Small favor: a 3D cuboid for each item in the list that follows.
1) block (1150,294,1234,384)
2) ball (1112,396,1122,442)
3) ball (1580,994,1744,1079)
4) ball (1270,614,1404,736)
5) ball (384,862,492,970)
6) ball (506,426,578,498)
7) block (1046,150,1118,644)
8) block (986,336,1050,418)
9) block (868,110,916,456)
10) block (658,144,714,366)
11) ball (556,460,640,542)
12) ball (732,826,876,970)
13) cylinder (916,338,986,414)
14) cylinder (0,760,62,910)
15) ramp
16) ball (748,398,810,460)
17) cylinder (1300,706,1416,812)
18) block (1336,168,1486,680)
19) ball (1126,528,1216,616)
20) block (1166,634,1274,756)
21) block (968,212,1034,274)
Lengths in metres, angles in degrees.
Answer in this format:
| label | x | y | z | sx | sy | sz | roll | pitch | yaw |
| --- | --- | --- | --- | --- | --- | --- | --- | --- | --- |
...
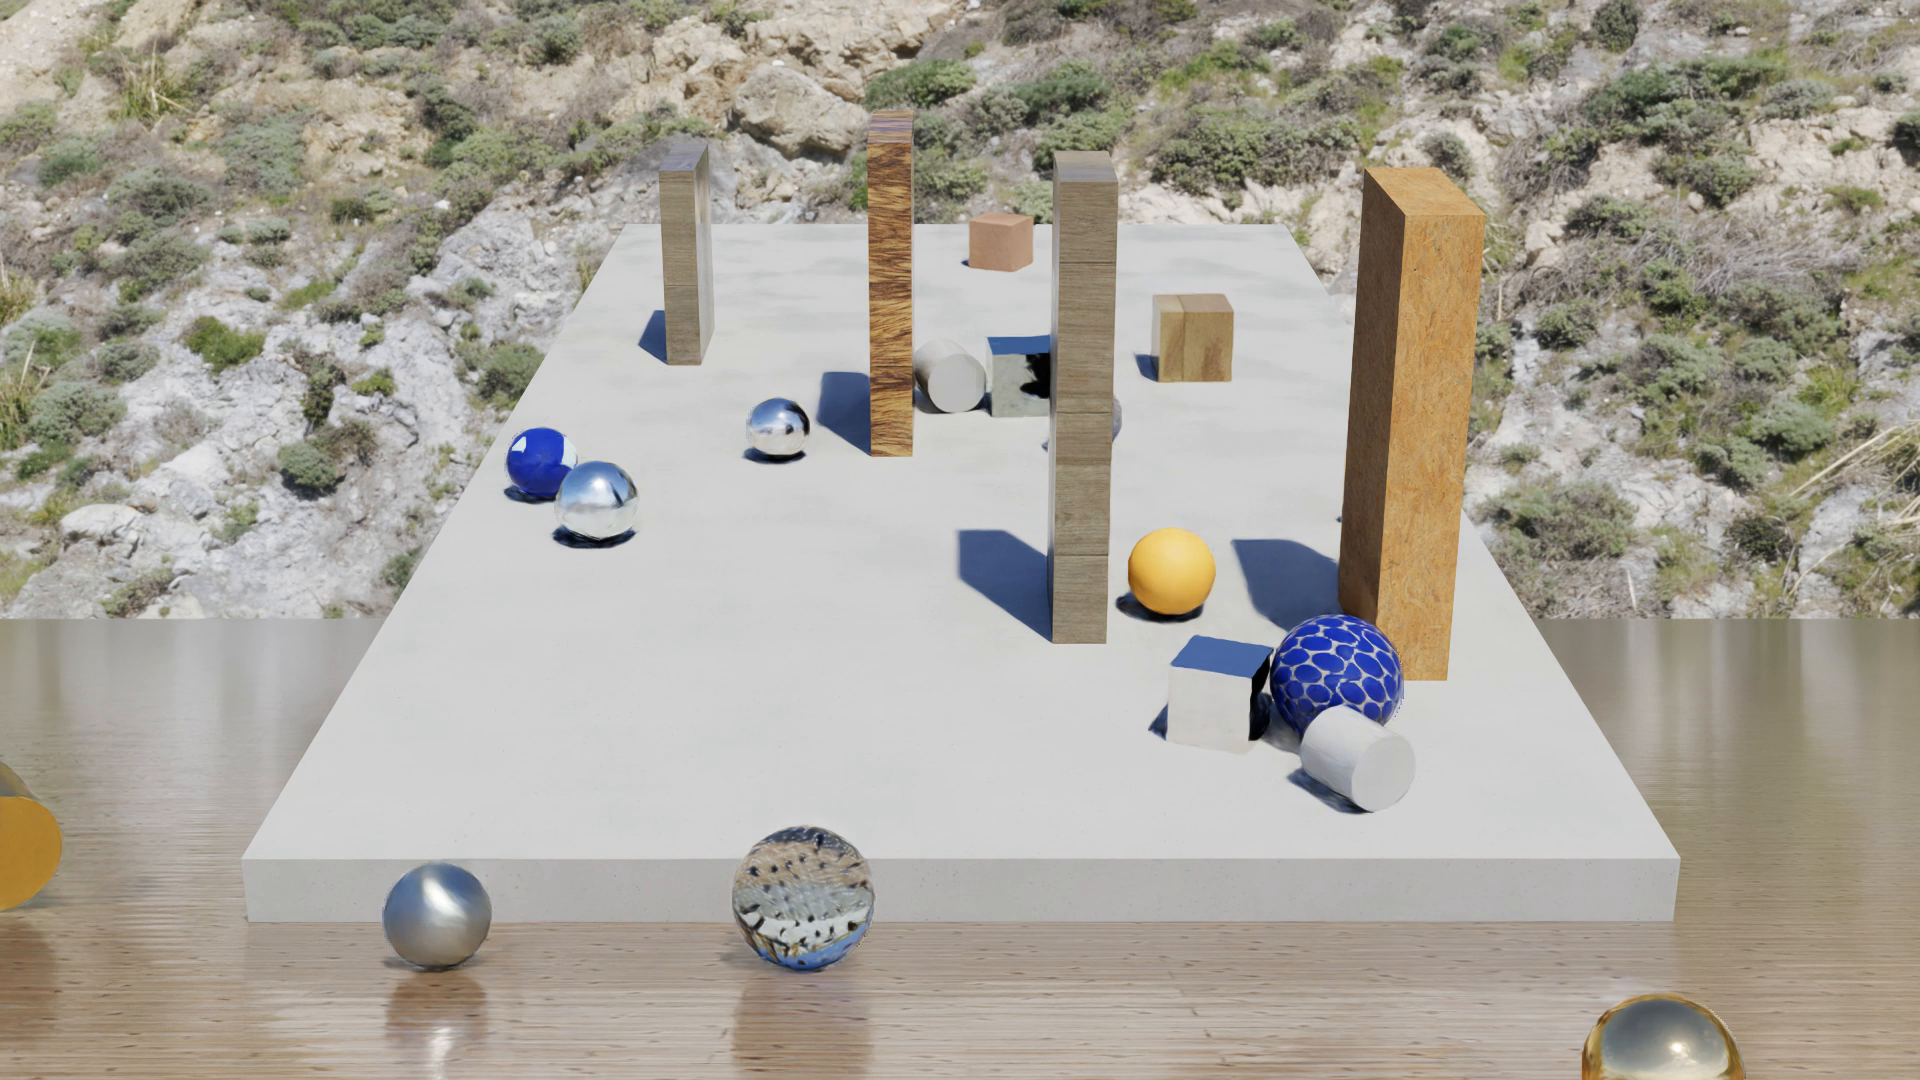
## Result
| label | x | y | z | sx | sy | sz | roll | pitch | yaw |
| --- | --- | --- | --- | --- | --- | --- | --- | --- | --- |
| block | 0.548 | -0.478 | 5.378 | 0.171 | 0.171 | 0.171 | -1 | 21 | -2 |
| ball | 0.269 | -0.260 | 4.822 | 0.151 | 0.151 | 0.151 | 0 | -2 | 0 |
| ball | 0.567 | 0.431 | 1.839 | 0.126 | 0.126 | 0.126 | 0 | -2 | 0 |
| ball | 0.576 | 0.214 | 3.486 | 0.202 | 0.202 | 0.202 | 0 | -2 | 0 |
| ball | -0.638 | 0.459 | 2.779 | 0.129 | 0.129 | 0.129 | 0 | -2 | 0 |
| ball | -0.836 | -0.155 | 4.552 | 0.142 | 0.142 | 0.142 | 0 | -2 | 0 |
| block | 0.204 | -0.240 | 3.853 | 0.092 | 0.793 | 0.258 | 0 | 21 | 0 |
| block | 0.139 | -0.368 | 5.116 | 0.147 | 0.147 | 0.147 | -2 | 21 | -5 |
| block | -0.144 | -0.555 | 4.876 | 0.088 | 0.666 | 0.385 | 0 | 21 | 0 |
| block | -0.662 | -0.699 | 5.536 | 0.081 | 0.471 | 0.339 | 0 | 21 | 0 |
| ball | -0.687 | -0.073 | 4.314 | 0.156 | 0.156 | 0.156 | 0 | -2 | 0 |
| ball | -0.191 | 0.436 | 2.776 | 0.175 | 0.175 | 0.175 | 0 | -2 | 0 |
| cylinder | -0.026 | -0.372 | 5.140 | 0.138 | 0.138 | 0.138 | 1 | 19 | -19 |
| cylinder | -1.433 | 0.426 | 3.327 | 0.178 | 0.178 | 0.178 | 2 | 15 | -40 |
| ramp | -0.005 | -0.211 | 5.049 | 2.000 | 0.100 | 4.000 | 0 | 21 | 0 |
| ball | -0.380 | -0.234 | 4.780 | 0.132 | 0.132 | 0.132 | 0 | -2 | 0 |
| cylinder | 0.581 | 0.318 | 3.325 | 0.118 | 0.118 | 0.118 | 1 | 17 | -32 |
| block | 0.737 | -0.196 | 3.765 | 0.122 | 0.774 | 0.367 | 0 | 21 | 0 |
| ball | 0.369 | 0.055 | 3.977 | 0.155 | 0.155 | 0.155 | 0 | -2 | 0 |
| block | 0.403 | 0.239 | 3.521 | 0.129 | 0.129 | 0.129 | 8 | 22 | 21 |
| block | 0.116 | -0.836 | 6.387 | 0.134 | 0.134 | 0.134 | 11 | 23 | 26 |
